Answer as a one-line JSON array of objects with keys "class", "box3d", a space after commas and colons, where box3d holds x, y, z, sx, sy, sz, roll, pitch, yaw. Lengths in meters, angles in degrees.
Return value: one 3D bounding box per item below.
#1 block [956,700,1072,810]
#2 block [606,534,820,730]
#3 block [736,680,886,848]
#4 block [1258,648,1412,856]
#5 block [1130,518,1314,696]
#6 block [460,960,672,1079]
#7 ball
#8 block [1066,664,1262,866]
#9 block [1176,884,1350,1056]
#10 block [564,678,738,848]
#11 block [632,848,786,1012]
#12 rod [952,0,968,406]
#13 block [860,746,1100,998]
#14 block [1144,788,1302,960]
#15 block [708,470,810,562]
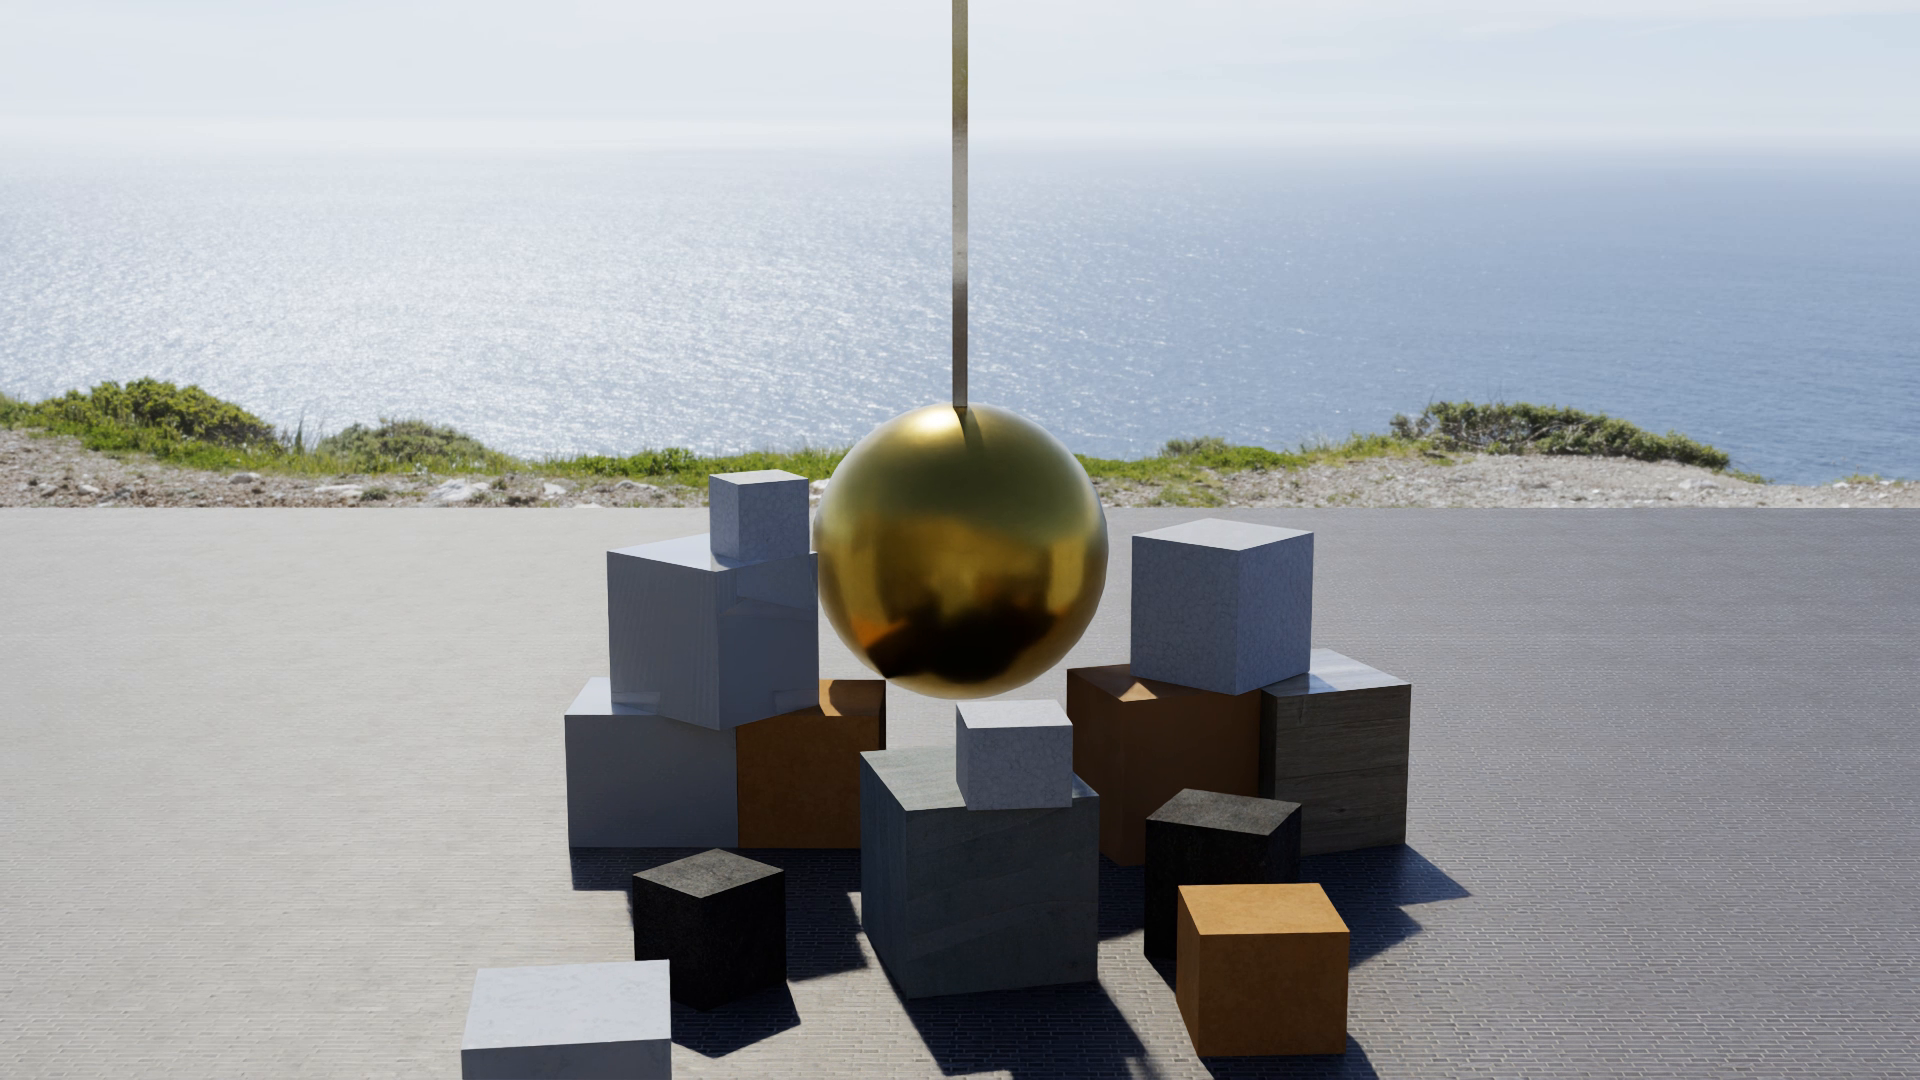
[{"class": "block", "box3d": [0.221, 0.891, 9.166, 0.430, 0.347, 0.420, -1, 10, -7]}, {"class": "block", "box3d": [-1.244, 0.443, 11.092, 0.820, 0.784, 0.679, 9, 14, 41]}, {"class": "block", "box3d": [-0.752, 1.144, 11.356, 0.708, 0.687, 0.750, 0, 10, 1]}, {"class": "block", "box3d": [1.754, 1.079, 11.313, 0.754, 0.829, 0.841, -4, 11, -20]}, {"class": "block", "box3d": [1.324, 0.322, 11.118, 0.639, 0.720, 0.678, 9, 13, 40]}, {"class": "block", "box3d": [-1.306, 1.873, 7.429, 0.662, 0.658, 0.697, -1, 10, -8]}, {"class": "ball", "box3d": [0.000, 0.057, 11.797, 1.600, 1.600, 1.600, 0, 10, 0]}, {"class": "block", "box3d": [1.017, 1.108, 11.140, 0.743, 0.834, 0.708, -4, 11, -20]}, {"class": "block", "box3d": [1.198, 1.707, 8.781, 0.582, 0.499, 0.564, -1, 10, -3]}, {"class": "block", "box3d": [-1.539, 1.138, 11.383, 0.855, 0.687, 0.774, 0, 10, 0]}, {"class": "block", "box3d": [-1.050, 1.630, 9.237, 0.431, 0.488, 0.466, 9, 14, 41]}, {"class": "rod", "box3d": [0.000, -3.211, 10.859, 0.080, 5.200, 0.080, 0, 16, 0]}, {"class": "block", "box3d": [0.067, 1.405, 9.571, 0.829, 0.810, 0.904, -3, 11, -14]}, {"class": "block", "box3d": [1.155, 1.488, 9.654, 0.546, 0.619, 0.501, 5, 11, 25]}, {"class": "block", "box3d": [-1.001, -0.126, 10.963, 0.382, 0.383, 0.359, -6, 12, -29]}]
